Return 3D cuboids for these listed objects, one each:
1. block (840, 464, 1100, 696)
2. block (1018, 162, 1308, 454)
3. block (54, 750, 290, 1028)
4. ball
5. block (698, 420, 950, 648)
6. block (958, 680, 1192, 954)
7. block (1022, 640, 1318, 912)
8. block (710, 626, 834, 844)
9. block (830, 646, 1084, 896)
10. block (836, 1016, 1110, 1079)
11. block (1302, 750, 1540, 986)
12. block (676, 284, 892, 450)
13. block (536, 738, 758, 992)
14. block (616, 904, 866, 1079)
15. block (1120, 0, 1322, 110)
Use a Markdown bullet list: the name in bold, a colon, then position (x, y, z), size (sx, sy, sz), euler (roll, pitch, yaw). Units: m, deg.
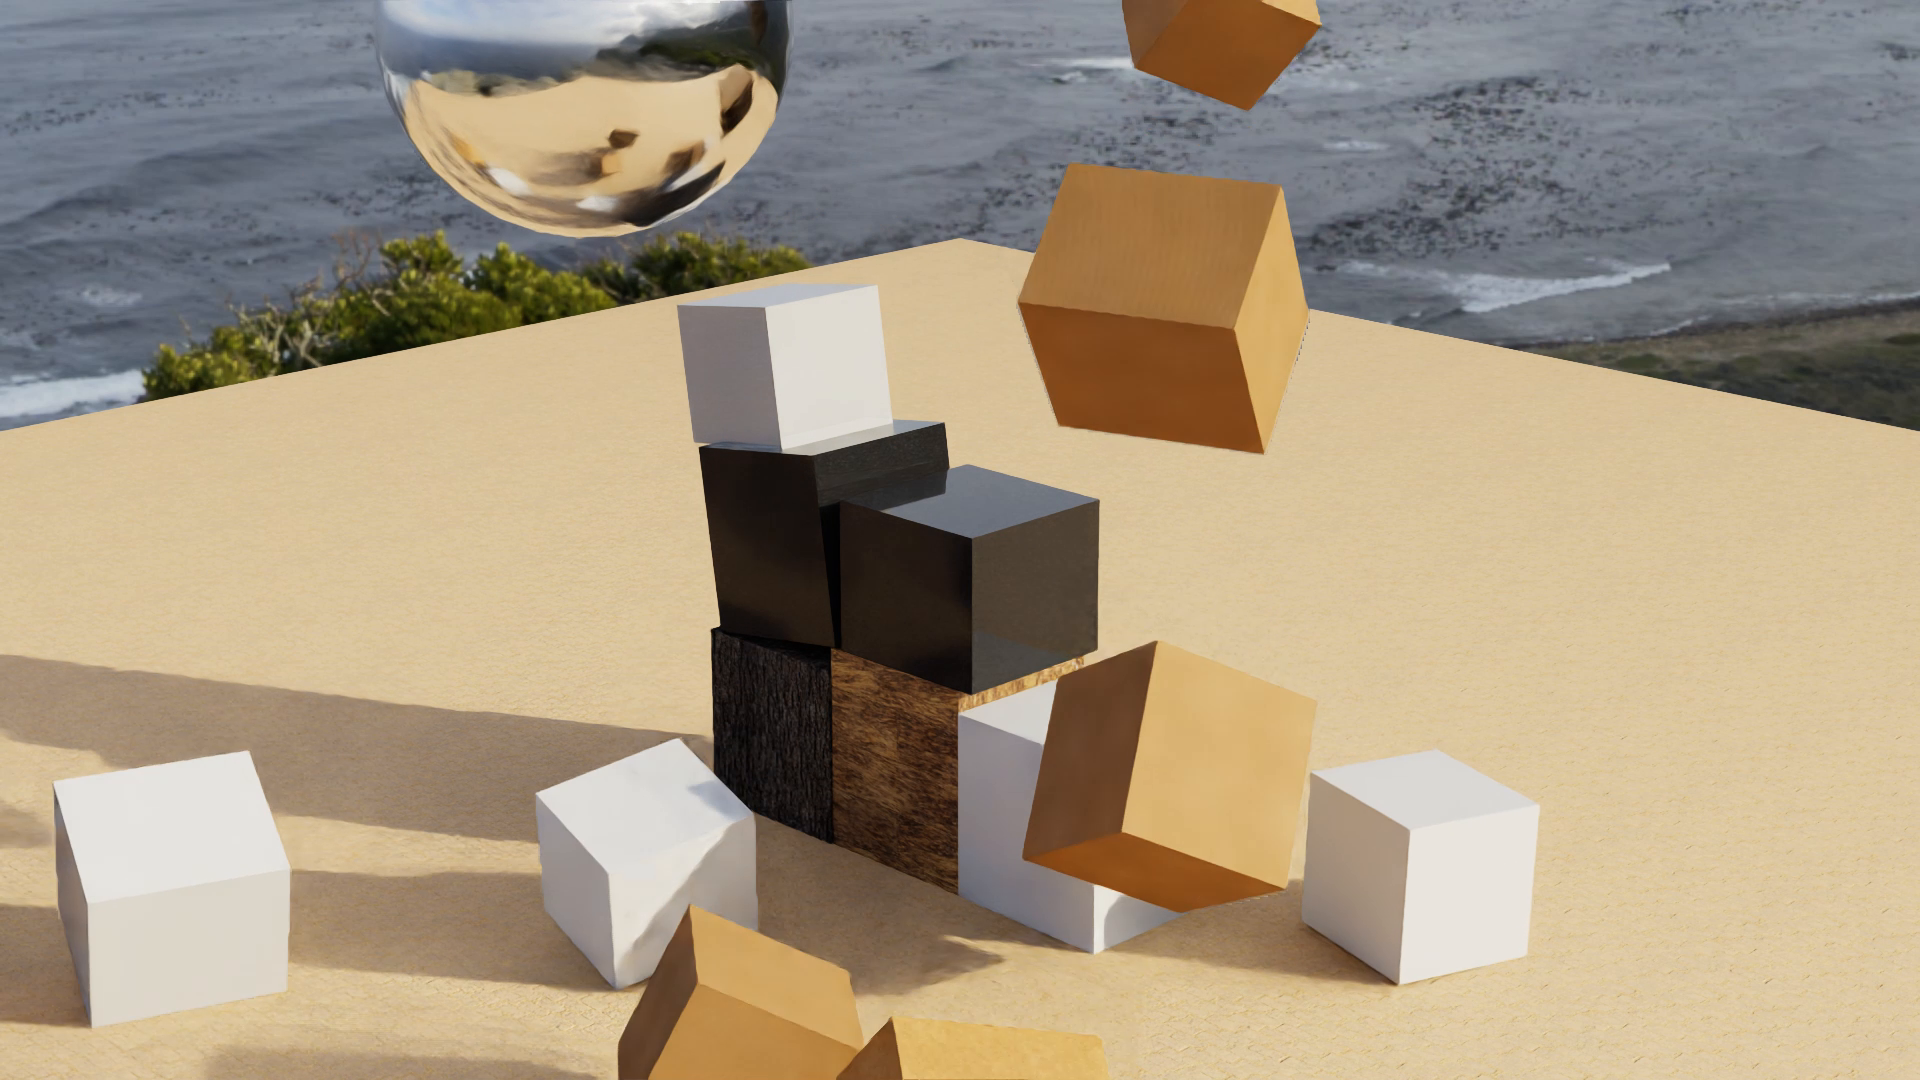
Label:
- **block**: position (0.044, 0.162, 13.351), size (0.835, 0.723, 0.826), euler (16, 24, 42)
- **block**: position (0.815, -0.910, 11.536), size (0.864, 0.824, 0.694), euler (9, 60, 20)
- **block**: position (-3.279, 1.445, 12.192), size (0.802, 0.713, 0.738), euler (-8, 40, -24)
- **ball**: position (-1.433, -1.960, 11.224), size (1.600, 1.600, 1.600), euler (0, 17, 0)
- **block**: position (-0.609, -0.060, 13.960), size (0.830, 0.900, 0.831), euler (-16, 15, -42)
- **block**: position (0.601, 1.186, 13.103), size (0.883, 0.880, 0.844), euler (-16, 24, -42)
- **block**: position (0.853, 0.980, 11.966), size (0.776, 0.800, 0.801), euler (21, -22, -22)
- **block**: position (-0.604, 0.840, 14.231), size (0.838, 0.865, 0.846), euler (17, 24, 42)
- **block**: position (-0.013, 0.963, 13.643), size (0.814, 0.981, 0.832), euler (-17, 24, -42)
- **block**: position (0.041, 2.105, 9.693), size (0.791, 0.657, 0.765), euler (10, 48, -27)
- **block**: position (1.983, 1.401, 12.686), size (0.676, 0.702, 0.724), euler (-7, 19, -27)
- **block**: position (-0.833, -0.837, 13.958), size (0.686, 0.664, 0.673), euler (-16, 15, -40)
- **block**: position (-1.333, 1.376, 12.516), size (0.697, 0.642, 0.633), euler (-21, 39, -29)
- **block**: position (-0.817, 1.873, 10.800), size (0.669, 0.627, 0.728), euler (25, 10, -13)
- **block**: position (1.026, -2.143, 11.679), size (0.555, 0.507, 0.521), euler (16, 47, -27)
